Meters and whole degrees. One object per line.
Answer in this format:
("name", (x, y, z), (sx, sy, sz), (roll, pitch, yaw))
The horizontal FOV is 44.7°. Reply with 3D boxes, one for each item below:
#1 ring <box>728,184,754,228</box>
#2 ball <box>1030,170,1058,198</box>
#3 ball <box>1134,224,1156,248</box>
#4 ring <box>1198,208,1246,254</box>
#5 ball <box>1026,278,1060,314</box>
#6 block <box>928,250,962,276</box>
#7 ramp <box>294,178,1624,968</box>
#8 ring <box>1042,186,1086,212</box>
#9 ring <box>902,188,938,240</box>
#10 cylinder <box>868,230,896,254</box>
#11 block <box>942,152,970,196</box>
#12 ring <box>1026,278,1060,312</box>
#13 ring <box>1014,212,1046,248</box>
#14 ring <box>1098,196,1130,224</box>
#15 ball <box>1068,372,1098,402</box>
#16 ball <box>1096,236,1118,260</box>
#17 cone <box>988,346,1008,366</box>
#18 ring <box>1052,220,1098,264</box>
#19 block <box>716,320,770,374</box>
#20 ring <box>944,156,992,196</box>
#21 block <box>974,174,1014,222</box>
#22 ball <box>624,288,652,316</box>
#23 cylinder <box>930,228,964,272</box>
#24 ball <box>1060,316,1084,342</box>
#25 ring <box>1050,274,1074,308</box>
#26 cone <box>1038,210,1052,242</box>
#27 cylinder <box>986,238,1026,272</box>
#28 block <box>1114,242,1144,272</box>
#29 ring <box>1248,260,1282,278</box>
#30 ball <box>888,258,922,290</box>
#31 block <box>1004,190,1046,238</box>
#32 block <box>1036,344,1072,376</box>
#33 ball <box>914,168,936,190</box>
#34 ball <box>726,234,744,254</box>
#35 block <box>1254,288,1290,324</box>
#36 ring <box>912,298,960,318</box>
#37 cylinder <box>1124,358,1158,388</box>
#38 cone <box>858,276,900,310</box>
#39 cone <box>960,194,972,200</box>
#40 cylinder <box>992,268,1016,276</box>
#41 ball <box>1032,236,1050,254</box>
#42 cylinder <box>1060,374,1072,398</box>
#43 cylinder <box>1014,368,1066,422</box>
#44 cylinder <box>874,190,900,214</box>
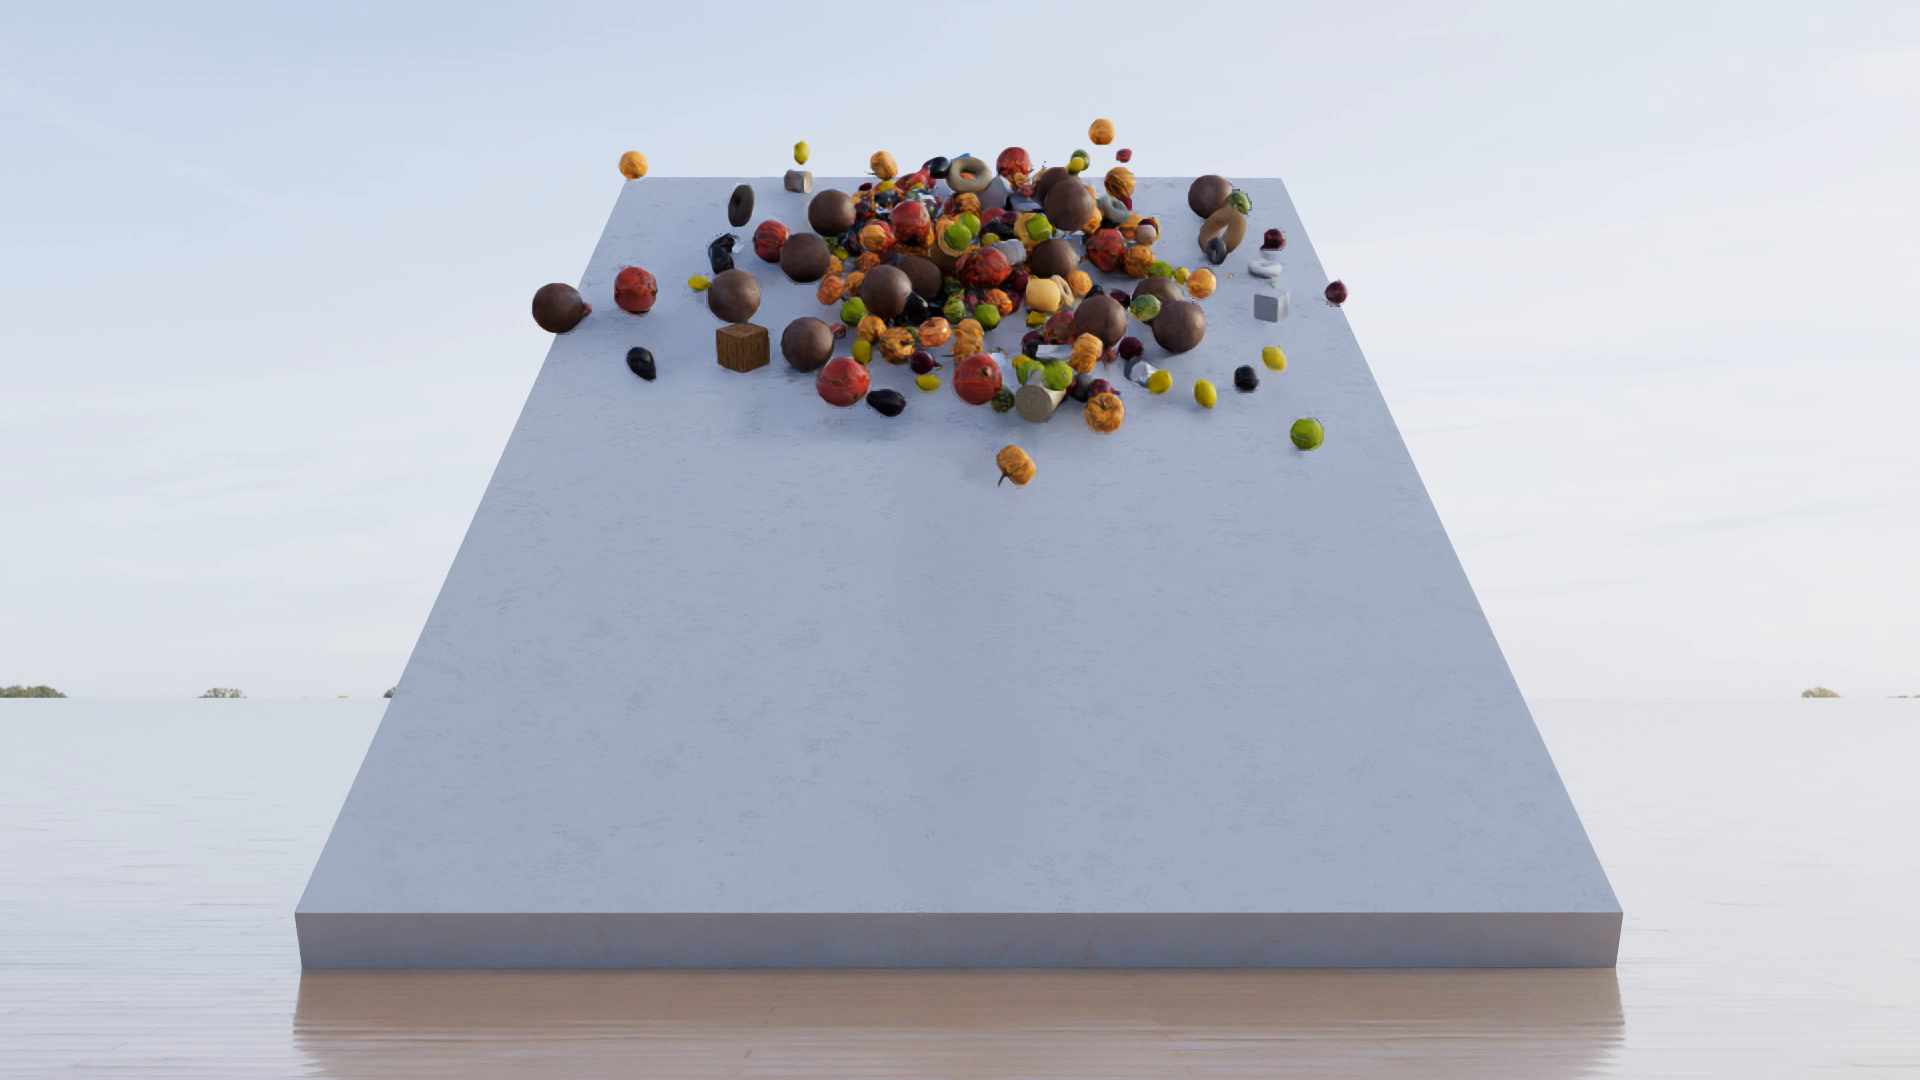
("ring", (-0.603, -0.920, 6.432), (0.040, 0.121, 0.121), (7, -6, -30))
("ball", (0.241, -1.025, 6.735), (0.081, 0.081, 0.081), (0, -4, 0))
("ball", (0.495, -0.814, 6.247), (0.062, 0.062, 0.062), (0, -4, 0))
("ring", (0.720, -0.844, 6.413), (0.149, 0.149, 0.050), (-4, -25, 45))
("ball", (0.204, -0.598, 5.725), (0.087, 0.087, 0.087), (0, -4, 0))
("block", (-0.042, -0.741, 6.238), (0.069, 0.069, 0.069), (3, 10, 21))
("ramp", (-0.009, -0.229, 5.353), (2.000, 0.100, 4.000), (0, 25, 0))
("ring", (0.304, -1.004, 6.863), (0.135, 0.045, 0.135), (-4, 30, 2))
("ring", (-0.114, -0.916, 6.565), (0.048, 0.143, 0.143), (-8, 2, -36))
("cylinder", (-0.216, -0.825, 6.464), (0.054, 0.054, 0.054), (4, 16, -44))
("block", (0.011, -1.092, 6.975), (0.084, 0.084, 0.084), (-26, 30, -2))
("ring", (0.214, -0.628, 6.005), (0.035, 0.105, 0.105), (-44, -27, 26))
("ring", (0.186, -0.822, 6.200), (0.092, 0.092, 0.031), (-1, 3, 21))
("ring", (0.415, -0.890, 6.291), (0.097, 0.097, 0.032), (4, -45, -44))
("ball", (0.286, -0.354, 5.426), (0.068, 0.068, 0.068), (0, -4, 0))
("ball", (0.407, -0.798, 6.397), (0.064, 0.064, 0.064), (0, -4, 0))
("cone", (0.090, -0.443, 5.508), (0.050, 0.050, 0.050), (0, -30, 0))
("ring", (0.310, -0.805, 6.306), (0.123, 0.123, 0.041), (1, 24, -9))
("block", (-0.524, -0.466, 5.640), (0.090, 0.090, 0.090), (21, 32, 38))
("ring", (0.023, -1.025, 6.575), (0.134, 0.134, 0.045), (0, -34, -5))
("block", (0.104, -0.976, 6.677), (0.090, 0.090, 0.090), (-26, -9, 15))
("ball", (-0.823, -0.609, 5.971), (0.071, 0.071, 0.071), (0, -4, 0))
("cylinder", (-0.034, -0.748, 6.032), (0.079, 0.079, 0.079), (1, -33, -13))
("ball", (0.277, -0.523, 5.799), (0.063, 0.063, 0.063), (0, -4, 0))
("ring", (0.260, -0.641, 6.014), (0.031, 0.094, 0.094), (-29, -15, 21))
("cone", (0.230, -0.848, 6.402), (0.077, 0.077, 0.077), (-36, -2, -1))
("cylinder", (0.120, -0.742, 6.086), (0.073, 0.073, 0.073), (-18, 8, -36))
("block", (0.459, -0.766, 6.332), (0.060, 0.060, 0.060), (-12, 27, -25))
("ring", (0.820, -0.730, 6.292), (0.093, 0.031, 0.093), (1, 24, 0))
("ball", (-0.144, -0.700, 6.152), (0.088, 0.088, 0.088), (0, -4, 0))
("block", (0.185, -0.918, 6.596), (0.093, 0.093, 0.093), (-5, 42, -11))
("block", (0.223, -0.408, 5.524), (0.082, 0.082, 0.082), (2, 24, 6))
("ball", (-0.103, -1.081, 7.006), (0.067, 0.067, 0.067), (0, -4, 0))
("ball", (-0.621, -0.817, 6.448), (0.050, 0.050, 0.050), (0, -4, 0))
("block", (0.795, -0.600, 5.966), (0.066, 0.066, 0.066), (15, 28, 29))
("ring", (-0.060, -0.590, 5.950), (0.123, 0.041, 0.123), (2, 12, 0))
("cylinder", (0.426, -0.393, 5.492), (0.060, 0.060, 0.060), (-3, -14, 35))
("cone", (-0.222, -0.619, 6.028), (0.096, 0.096, 0.096), (-20, -11, 20))
("cone", (0.051, -1.041, 6.763), (0.092, 0.092, 0.092), (-11, -10, 34))
("cylinder", (0.117, -0.747, 6.231), (0.069, 0.069, 0.069), (0, -16, -2))
("ball", (0.216, -0.787, 6.235), (0.050, 0.050, 0.050), (0, -4, 0))
("cylinder", (0.235, -0.362, 5.459), (0.052, 0.052, 0.052), (18, 8, 37))
("cylinder", (0.182, -0.329, 5.301), (0.093, 0.093, 0.093), (-2, 27, 24))
("cylinder", (-0.204, -0.945, 6.540), (0.060, 0.060, 0.060), (-9, -2, -12))
